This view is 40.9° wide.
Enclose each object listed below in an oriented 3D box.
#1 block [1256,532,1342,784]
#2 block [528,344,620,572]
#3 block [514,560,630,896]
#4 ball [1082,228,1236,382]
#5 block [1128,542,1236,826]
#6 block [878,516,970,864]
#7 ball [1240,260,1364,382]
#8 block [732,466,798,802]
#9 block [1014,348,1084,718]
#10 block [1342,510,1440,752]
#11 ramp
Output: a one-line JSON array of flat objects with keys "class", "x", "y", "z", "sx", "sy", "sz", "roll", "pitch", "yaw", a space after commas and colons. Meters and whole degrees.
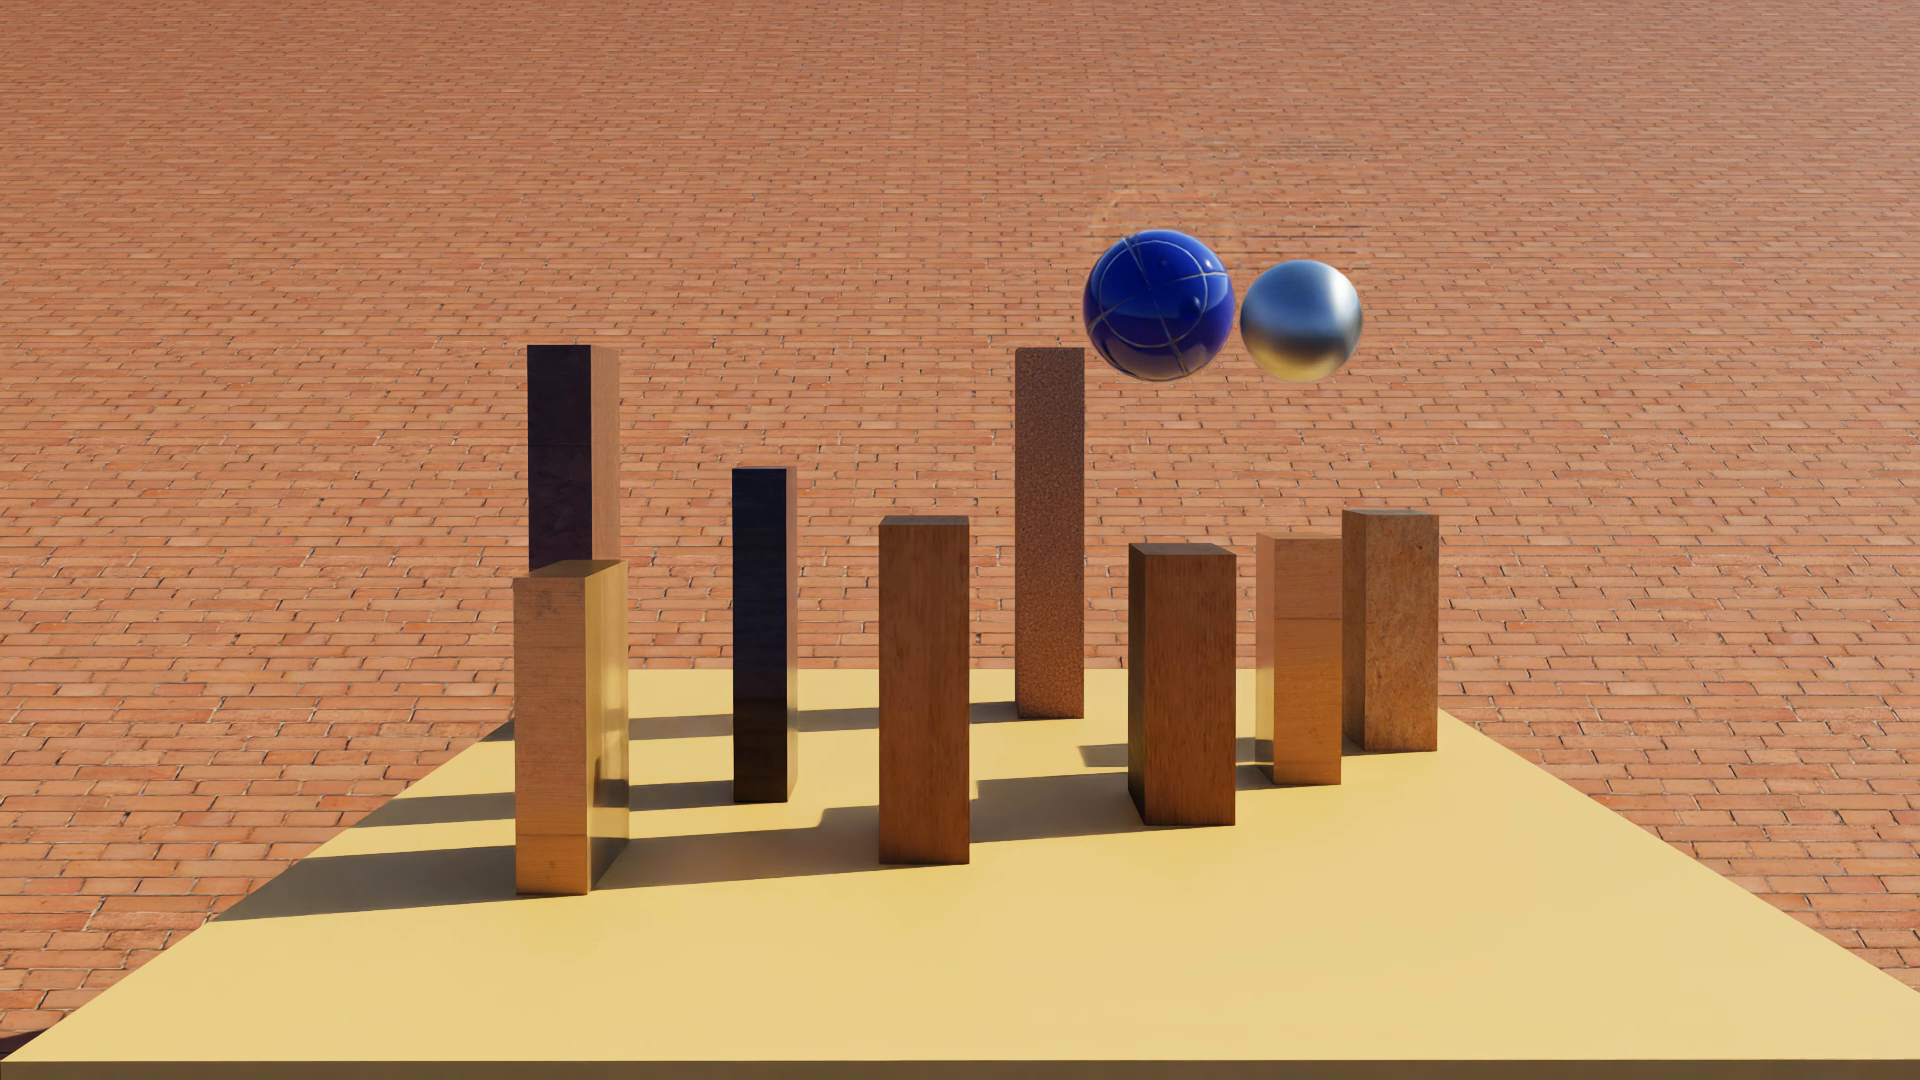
[{"class": "block", "x": 0.601, "y": 0.204, "z": 4.578, "sx": 0.117, "sy": 0.426, "sz": 0.271, "roll": 0, "pitch": 3, "yaw": 0}, {"class": "block", "x": -0.795, "y": -0.007, "z": 5.332, "sx": 0.126, "sy": 0.781, "sz": 0.431, "roll": 0, "pitch": 3, "yaw": 0}, {"class": "block", "x": -0.543, "y": 0.251, "z": 3.628, "sx": 0.095, "sy": 0.423, "sz": 0.441, "roll": 0, "pitch": 3, "yaw": 0}, {"class": "ball", "x": 0.203, "y": -0.240, "z": 2.631, "sx": 0.157, "sy": 0.157, "sz": 0.157, "roll": 0, "pitch": 22, "yaw": 0}, {"class": "block", "x": 0.358, "y": 0.225, "z": 4.190, "sx": 0.141, "sy": 0.422, "sz": 0.392, "roll": 0, "pitch": 3, "yaw": 0}, {"class": "block", "x": -0.051, "y": 0.211, "z": 3.836, "sx": 0.129, "sy": 0.483, "sz": 0.384, "roll": 0, "pitch": 3, "yaw": 0}, {"class": "ball", "x": 0.325, "y": -0.209, "z": 2.451, "sx": 0.116, "sy": 0.116, "sz": 0.116, "roll": 0, "pitch": 22, "yaw": 0}, {"class": "block", "x": -0.330, "y": 0.152, "z": 4.378, "sx": 0.089, "sy": 0.551, "sz": 0.283, "roll": 0, "pitch": 3, "yaw": 0}, {"class": "block", "x": 0.193, "y": -0.022, "z": 5.602, "sx": 0.139, "sy": 0.784, "sz": 0.350, "roll": 0, "pitch": 3, "yaw": 0}, {"class": "block", "x": 0.840, "y": 0.170, "z": 5.047, "sx": 0.138, "sy": 0.451, "sz": 0.310, "roll": 0, "pitch": 3, "yaw": 0}, {"class": "ramp", "x": 0.052, "y": 0.470, "z": 4.535, "sx": 2.000, "sy": 0.100, "sz": 4.000, "roll": 0, "pitch": 3, "yaw": 0}]
